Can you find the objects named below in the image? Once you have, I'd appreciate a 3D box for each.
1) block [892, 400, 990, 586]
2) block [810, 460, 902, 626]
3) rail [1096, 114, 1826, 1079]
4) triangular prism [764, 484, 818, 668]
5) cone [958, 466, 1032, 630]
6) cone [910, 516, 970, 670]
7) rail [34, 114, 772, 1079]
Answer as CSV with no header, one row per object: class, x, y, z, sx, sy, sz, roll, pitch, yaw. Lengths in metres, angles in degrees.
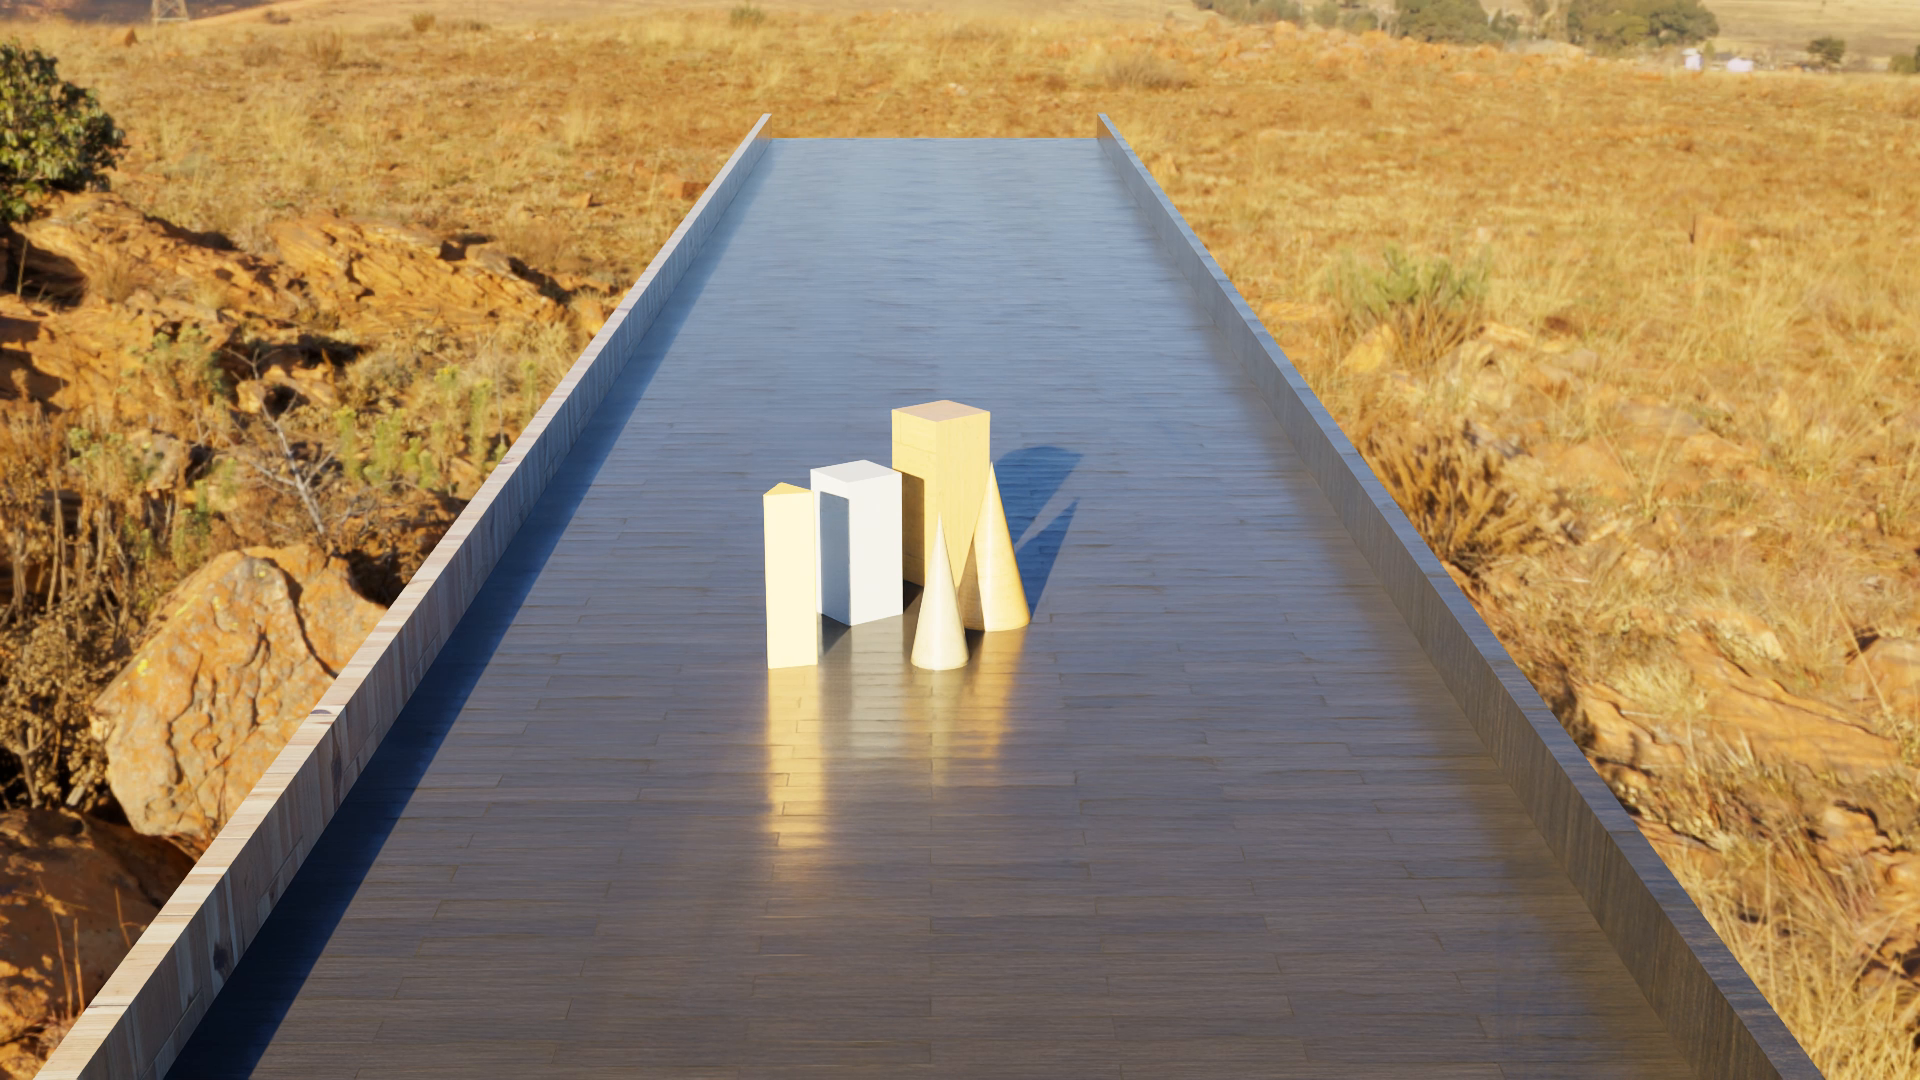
block,-0.042,-0.101,4.893,0.152,0.384,0.152,-13,21,-38
block,-0.219,0.004,4.666,0.137,0.311,0.137,-12,20,-35
rail,0.932,-0.844,7.801,0.050,0.150,12.000,0,17,-1
triangular prism,-0.343,0.069,4.371,0.098,0.356,0.085,-4,17,-14
cone,0.066,0.002,4.622,0.172,0.341,0.172,0,17,0
cone,-0.039,0.092,4.374,0.120,0.310,0.120,0,17,0
rail,-1.118,-0.838,7.780,0.050,0.150,12.000,0,17,-1
